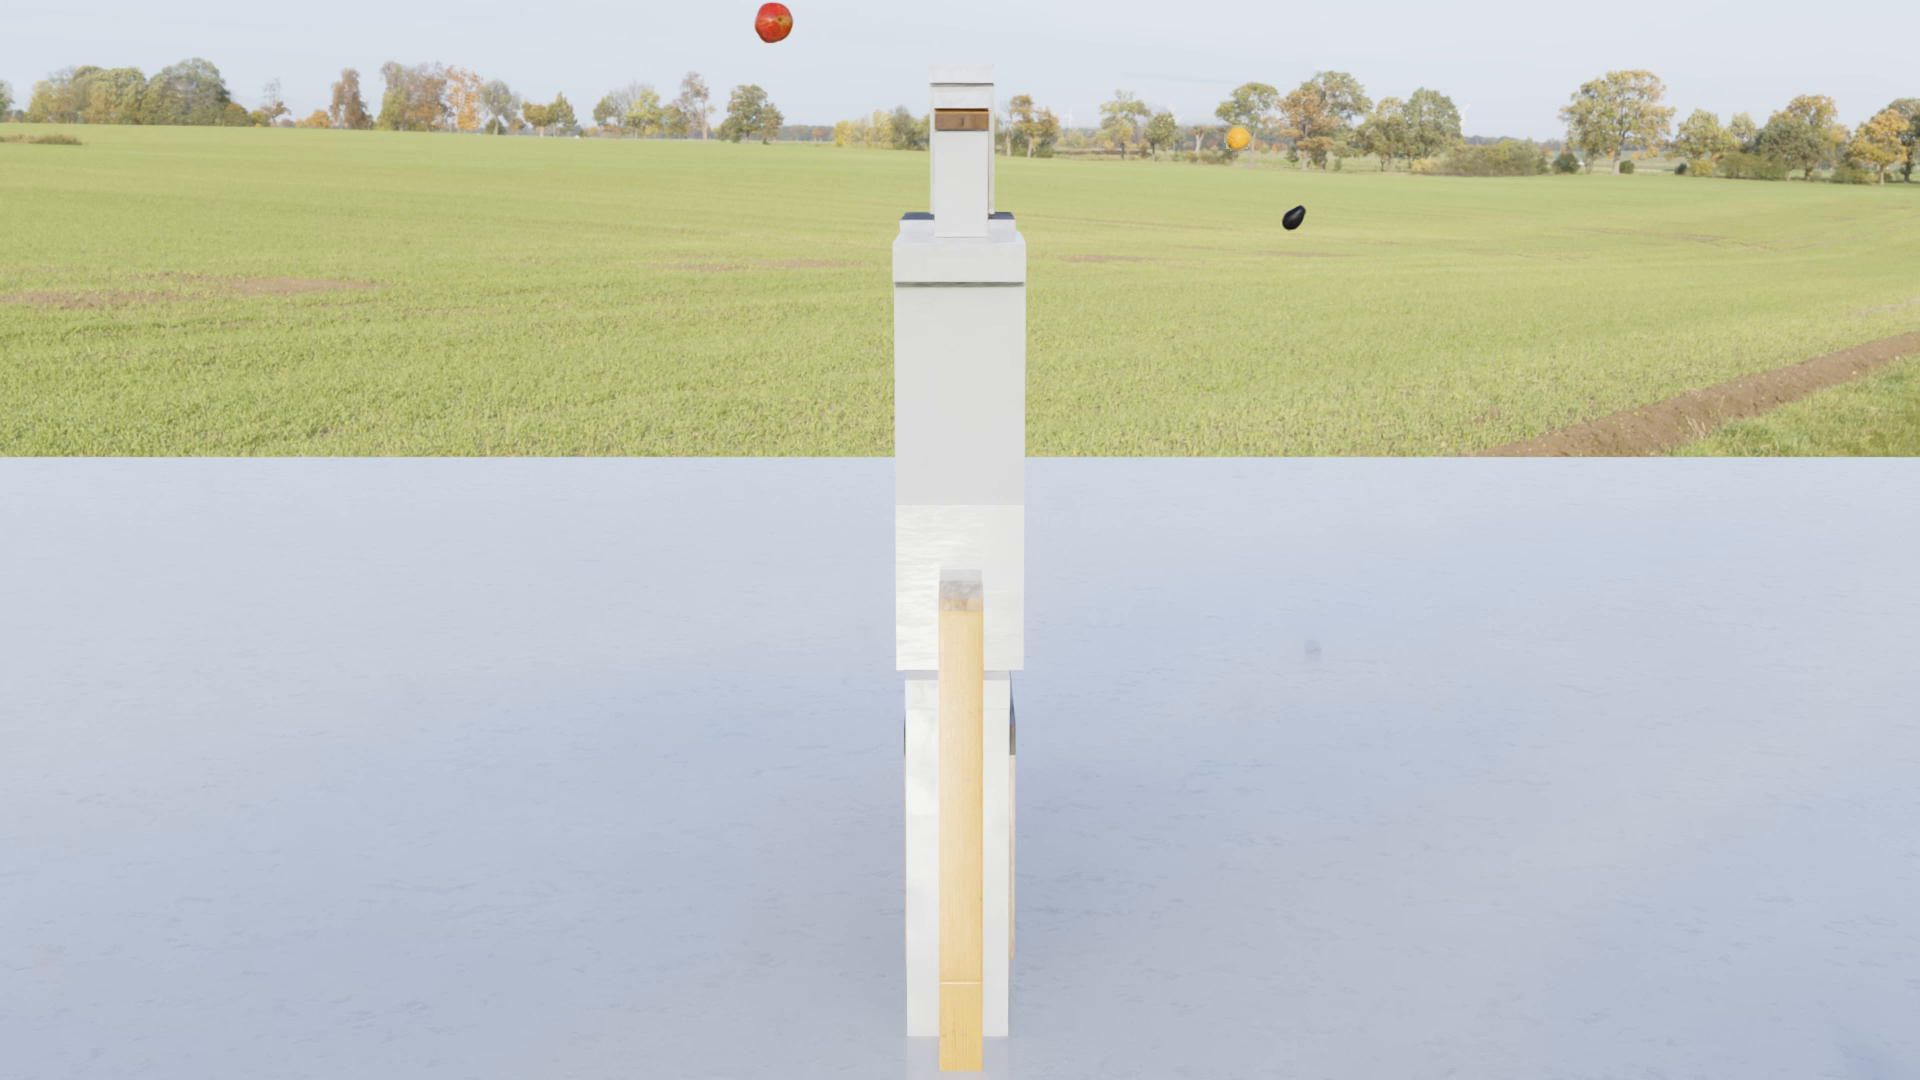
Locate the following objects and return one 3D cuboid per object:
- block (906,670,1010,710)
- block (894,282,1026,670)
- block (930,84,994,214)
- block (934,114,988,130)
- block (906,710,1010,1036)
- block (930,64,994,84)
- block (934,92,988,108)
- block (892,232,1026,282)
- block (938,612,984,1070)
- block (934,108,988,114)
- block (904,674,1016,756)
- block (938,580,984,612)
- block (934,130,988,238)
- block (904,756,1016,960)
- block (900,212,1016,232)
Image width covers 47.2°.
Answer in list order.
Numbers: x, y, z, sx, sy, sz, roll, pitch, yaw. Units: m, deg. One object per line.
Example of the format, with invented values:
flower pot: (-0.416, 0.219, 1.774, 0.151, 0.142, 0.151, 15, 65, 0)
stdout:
block: (-0.003, 0.183, 3.111, 0.142, 0.040, 0.283, 0, 11, 0)
block: (0.000, -0.088, 2.999, 0.175, 0.534, 0.050, 0, 11, 0)
block: (0.004, -0.618, 3.472, 0.101, 0.203, 0.029, 0, 10, 0)
block: (0.003, -0.586, 3.077, 0.074, 0.021, 0.148, 0, 10, 0)
block: (-0.003, 0.457, 3.066, 0.142, 0.482, 0.040, 0, 11, 0)
block: (0.003, -0.744, 3.516, 0.101, 0.029, 0.203, 0, 10, 0)
block: (0.002, -0.667, 3.341, 0.081, 0.023, 0.162, 0, 10, 0)
block: (0.000, -0.396, 3.059, 0.175, 0.050, 0.350, 0, 11, 0)
block: (0.001, 0.403, 2.927, 0.059, 0.639, 0.017, 0, 11, 0)
block: (0.003, -0.566, 3.304, 0.081, 0.162, 0.023, 0, 10, 0)
block: (0.000, 0.268, 3.445, 0.167, 0.047, 0.334, 0, 11, 0)
block: (0.001, 0.073, 2.906, 0.059, 0.017, 0.117, 0, 11, 0)
block: (0.001, -0.493, 3.042, 0.074, 0.148, 0.021, 0, 10, 0)
block: (0.000, 0.476, 3.370, 0.167, 0.334, 0.047, 0, 11, 0)
block: (-0.003, -0.477, 3.403, 0.170, 0.048, 0.340, 0, 10, 0)
